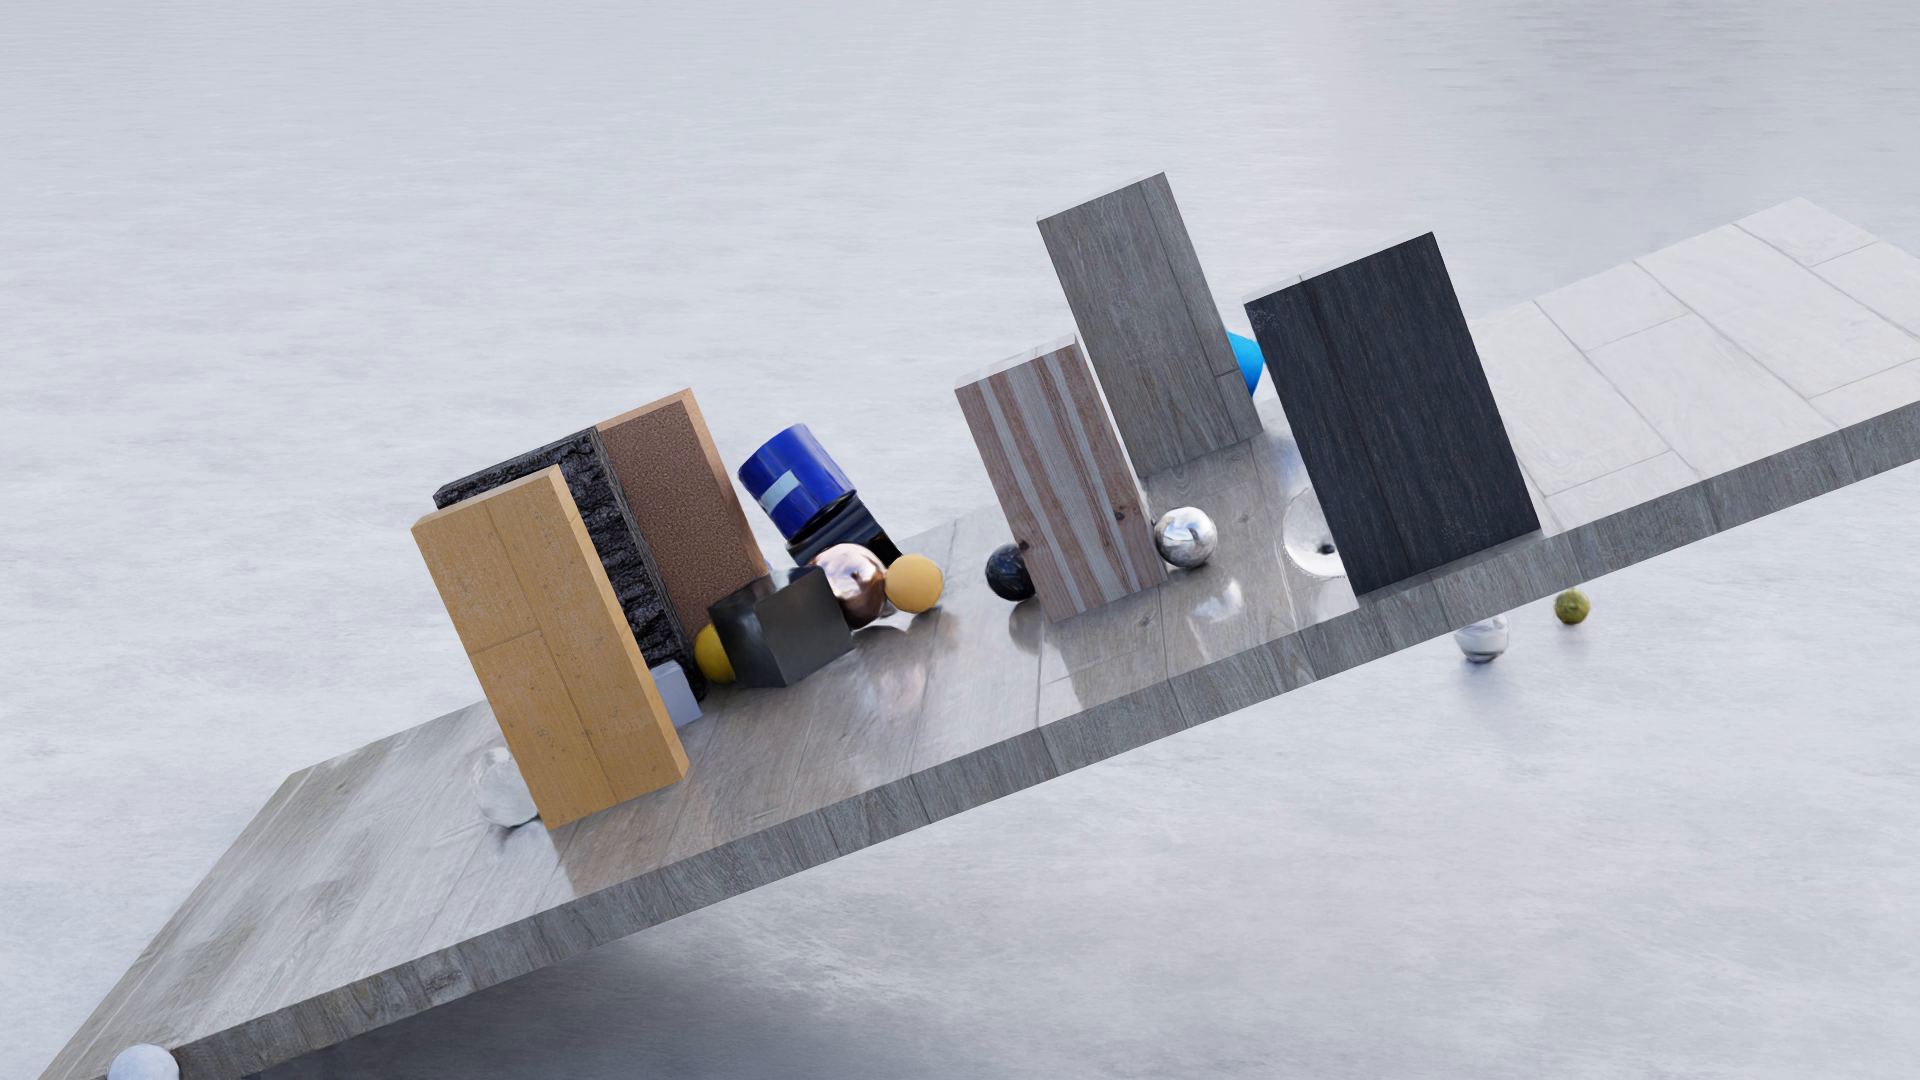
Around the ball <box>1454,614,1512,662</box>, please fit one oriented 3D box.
[{"bbox_3d":[1.569,0.282,8.819,0.167,0.167,0.167,0,14,0],"label":"ball"}]

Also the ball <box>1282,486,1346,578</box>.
[{"bbox_3d":[0.686,-0.020,5.449,0.178,0.178,0.178,0,14,0],"label":"ball"}]

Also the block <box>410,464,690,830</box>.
[{"bbox_3d":[-0.821,0.218,5.925,0.301,0.676,0.105,-21,12,7],"label":"block"}]

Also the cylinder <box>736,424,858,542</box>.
[{"bbox_3d":[-0.379,-0.130,6.827,0.201,0.201,0.201,-38,-9,-7],"label":"cylinder"}]

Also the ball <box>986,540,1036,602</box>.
[{"bbox_3d":[0.118,0.066,6.215,0.129,0.129,0.129,0,14,0],"label":"ball"}]

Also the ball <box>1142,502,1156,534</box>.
[{"bbox_3d":[0.345,-0.022,6.173,0.137,0.137,0.137,0,14,0],"label":"ball"}]

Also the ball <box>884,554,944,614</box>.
[{"bbox_3d":[-0.102,0.096,6.478,0.131,0.131,0.131,0,14,0],"label":"ball"}]

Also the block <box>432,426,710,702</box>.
[{"bbox_3d":[-0.857,0.117,6.509,0.372,0.643,0.108,-21,12,7],"label":"block"}]

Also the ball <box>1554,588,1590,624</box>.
[{"bbox_3d":[1.921,0.208,9.229,0.115,0.115,0.115,0,14,0],"label":"ball"}]

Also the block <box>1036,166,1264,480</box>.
[{"bbox_3d":[0.444,-0.505,6.860,0.314,0.652,0.114,-21,12,7],"label":"block"}]

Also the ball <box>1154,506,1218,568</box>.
[{"bbox_3d":[0.456,-0.006,5.928,0.126,0.126,0.126,0,14,0],"label":"ball"}]

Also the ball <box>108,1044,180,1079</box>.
[{"bbox_3d":[-1.503,0.993,5.415,0.129,0.129,0.129,0,14,0],"label":"ball"}]

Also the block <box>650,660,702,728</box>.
[{"bbox_3d":[-0.644,0.345,6.404,0.116,0.116,0.116,-24,12,-9],"label":"block"}]

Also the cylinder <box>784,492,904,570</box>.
[{"bbox_3d":[-0.262,0.031,6.771,0.204,0.204,0.204,-37,18,-1],"label":"cylinder"}]

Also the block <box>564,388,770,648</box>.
[{"bbox_3d":[-0.661,-0.007,6.796,0.319,0.602,0.149,-21,12,7],"label":"block"}]

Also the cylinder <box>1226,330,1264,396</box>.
[{"bbox_3d":[0.606,-0.412,7.072,0.195,0.195,0.195,20,12,-8],"label":"cylinder"}]

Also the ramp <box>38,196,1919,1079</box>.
[{"bbox_3d":[0.124,0.173,6.291,4.000,0.100,2.000,-21,12,7],"label":"ramp"}]

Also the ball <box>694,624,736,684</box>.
[{"bbox_3d":[-0.525,0.249,6.550,0.140,0.140,0.140,0,14,0],"label":"ball"}]

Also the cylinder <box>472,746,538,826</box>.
[{"bbox_3d":[-0.944,0.514,6.138,0.141,0.141,0.141,-3,8,-13],"label":"cylinder"}]

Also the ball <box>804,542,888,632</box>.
[{"bbox_3d":[-0.256,0.104,6.538,0.199,0.199,0.199,0,14,0],"label":"ball"}]

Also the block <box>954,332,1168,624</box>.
[{"bbox_3d":[0.206,-0.125,5.950,0.257,0.519,0.134,-21,12,7],"label":"block"}]

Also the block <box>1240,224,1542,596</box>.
[{"bbox_3d":[0.770,-0.228,5.255,0.352,0.573,0.086,-21,12,7],"label":"block"}]

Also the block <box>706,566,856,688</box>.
[{"bbox_3d":[-0.390,0.191,6.421,0.197,0.197,0.197,-30,14,-32],"label":"block"}]
